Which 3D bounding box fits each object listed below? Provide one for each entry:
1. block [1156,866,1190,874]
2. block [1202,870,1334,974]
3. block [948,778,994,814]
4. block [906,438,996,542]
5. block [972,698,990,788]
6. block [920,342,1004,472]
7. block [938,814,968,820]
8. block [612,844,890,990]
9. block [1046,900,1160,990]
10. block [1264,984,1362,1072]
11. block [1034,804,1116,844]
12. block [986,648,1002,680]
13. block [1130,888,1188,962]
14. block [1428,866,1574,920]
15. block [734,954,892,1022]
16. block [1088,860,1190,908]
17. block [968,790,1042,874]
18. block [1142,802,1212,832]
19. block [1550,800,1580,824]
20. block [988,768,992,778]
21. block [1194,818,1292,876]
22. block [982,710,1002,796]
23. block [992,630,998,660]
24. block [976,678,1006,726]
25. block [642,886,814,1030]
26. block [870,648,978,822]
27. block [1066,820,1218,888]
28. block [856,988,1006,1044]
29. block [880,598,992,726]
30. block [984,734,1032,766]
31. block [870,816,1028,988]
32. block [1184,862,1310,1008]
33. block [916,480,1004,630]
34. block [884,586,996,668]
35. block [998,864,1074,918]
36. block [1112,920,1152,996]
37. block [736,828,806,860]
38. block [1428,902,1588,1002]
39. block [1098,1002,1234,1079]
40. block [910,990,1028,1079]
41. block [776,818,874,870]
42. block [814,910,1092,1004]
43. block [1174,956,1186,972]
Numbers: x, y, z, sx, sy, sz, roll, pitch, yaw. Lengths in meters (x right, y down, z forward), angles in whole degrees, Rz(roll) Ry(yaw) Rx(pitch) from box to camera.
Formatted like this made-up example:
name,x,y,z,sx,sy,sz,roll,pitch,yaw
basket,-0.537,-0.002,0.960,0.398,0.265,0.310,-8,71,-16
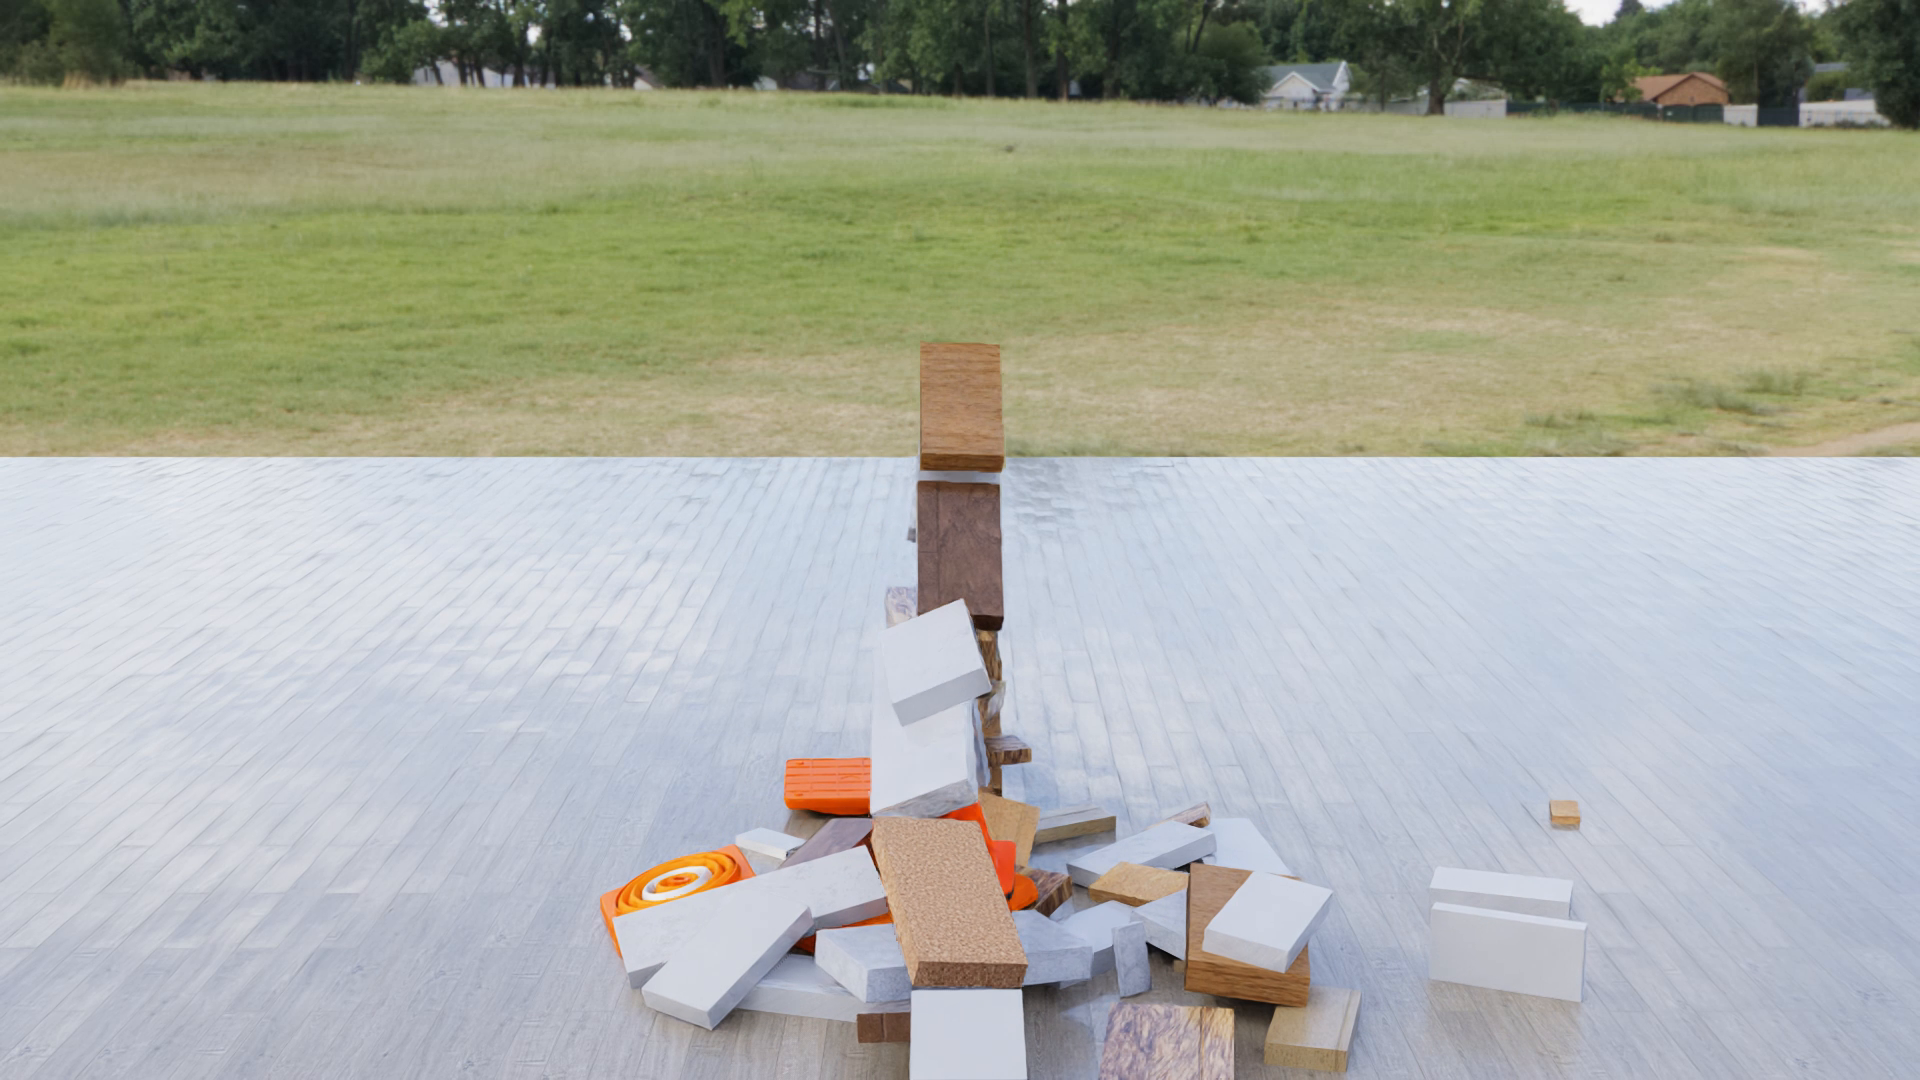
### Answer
name,x,y,z,sx,sy,sz,roll,pitch,yaw
block,0.351,0.579,3.575,0.070,0.020,0.140,11,21,0
block,0.454,0.557,3.225,0.123,0.035,0.246,12,17,22
block,0.004,0.437,3.908,0.101,0.029,0.202,-2,14,-4
block,-0.009,-0.126,4.214,0.154,0.044,0.309,7,54,-2
block,-0.005,0.341,3.817,0.087,0.210,0.025,3,38,17
block,0.001,-0.257,4.203,0.154,0.044,0.309,2,47,-3
block,-0.019,0.533,3.738,0.101,0.029,0.202,-2,27,-4
block,-0.317,0.570,3.340,0.403,0.035,0.123,-15,35,-12
block,0.197,0.622,3.393,0.267,0.038,0.134,-10,15,-44
block,0.497,0.682,3.087,0.111,0.031,0.222,3,11,15
block,0.188,0.515,4.003,0.175,0.025,0.087,-6,12,-30
block,-0.001,0.245,4.516,0.161,0.046,0.322,0,6,-1
block,0.401,0.585,3.425,0.134,0.038,0.267,22,22,41
block,0.892,0.582,3.626,0.222,0.031,0.111,3,11,18
block,-0.201,0.655,3.218,0.265,0.037,0.132,3,11,16
block,0.302,0.563,3.546,0.175,0.025,0.087,4,27,45
block,0.060,0.517,3.698,0.117,0.033,0.233,15,31,3
block,0.382,0.507,3.886,0.127,0.018,0.063,-27,13,16
block,1.124,0.505,4.087,0.050,0.014,0.101,2,11,12
block,0.010,0.433,4.046,0.087,0.025,0.175,-1,13,-4
block,0.474,0.555,3.755,0.132,0.037,0.398,-1,11,-6
block,-0.001,0.401,4.259,0.161,0.046,0.322,0,31,0
block,-0.016,0.207,4.353,0.174,0.049,0.347,0,3,3
block,-0.017,0.292,4.136,0.174,0.049,0.347,9,3,6
block,-0.337,0.607,3.211,0.123,0.035,0.246,11,36,33
block,-0.062,0.295,3.596,0.157,0.045,0.614,-21,20,6
block,0.310,0.539,3.739,0.233,0.033,0.117,-17,13,-32
block,-0.034,0.649,3.007,0.134,0.038,0.267,-5,-7,16
block,-0.044,0.201,3.684,0.157,0.045,0.315,-22,20,2
block,0.011,0.397,4.085,0.223,0.027,0.095,-4,13,-20
block,-0.019,0.515,3.148,0.158,0.045,0.315,5,30,-17
block,0.425,0.583,3.276,0.172,0.049,0.345,7,16,5
block,-0.003,0.026,4.042,0.154,0.044,0.309,3,51,-5
block,-0.041,0.158,4.067,0.174,0.049,0.347,2,14,-7
block,0.071,0.588,3.478,0.117,0.033,0.233,6,23,31
block,0.254,0.617,3.244,0.050,0.101,0.014,-8,0,-35
block,-0.330,0.538,3.899,0.127,0.018,0.063,9,14,40
block,0.810,0.610,3.258,0.222,0.111,0.031,5,12,24
block,0.275,0.706,2.911,0.172,0.049,0.345,1,11,7
block,0.010,0.663,2.698,0.141,0.040,0.283,0,30,-1
block,-0.239,0.534,3.489,0.132,0.037,0.265,-7,25,48
block,-0.009,0.601,3.189,0.362,0.049,0.172,0,9,-28
block,0.397,0.639,3.349,0.139,0.020,0.070,1,11,8
